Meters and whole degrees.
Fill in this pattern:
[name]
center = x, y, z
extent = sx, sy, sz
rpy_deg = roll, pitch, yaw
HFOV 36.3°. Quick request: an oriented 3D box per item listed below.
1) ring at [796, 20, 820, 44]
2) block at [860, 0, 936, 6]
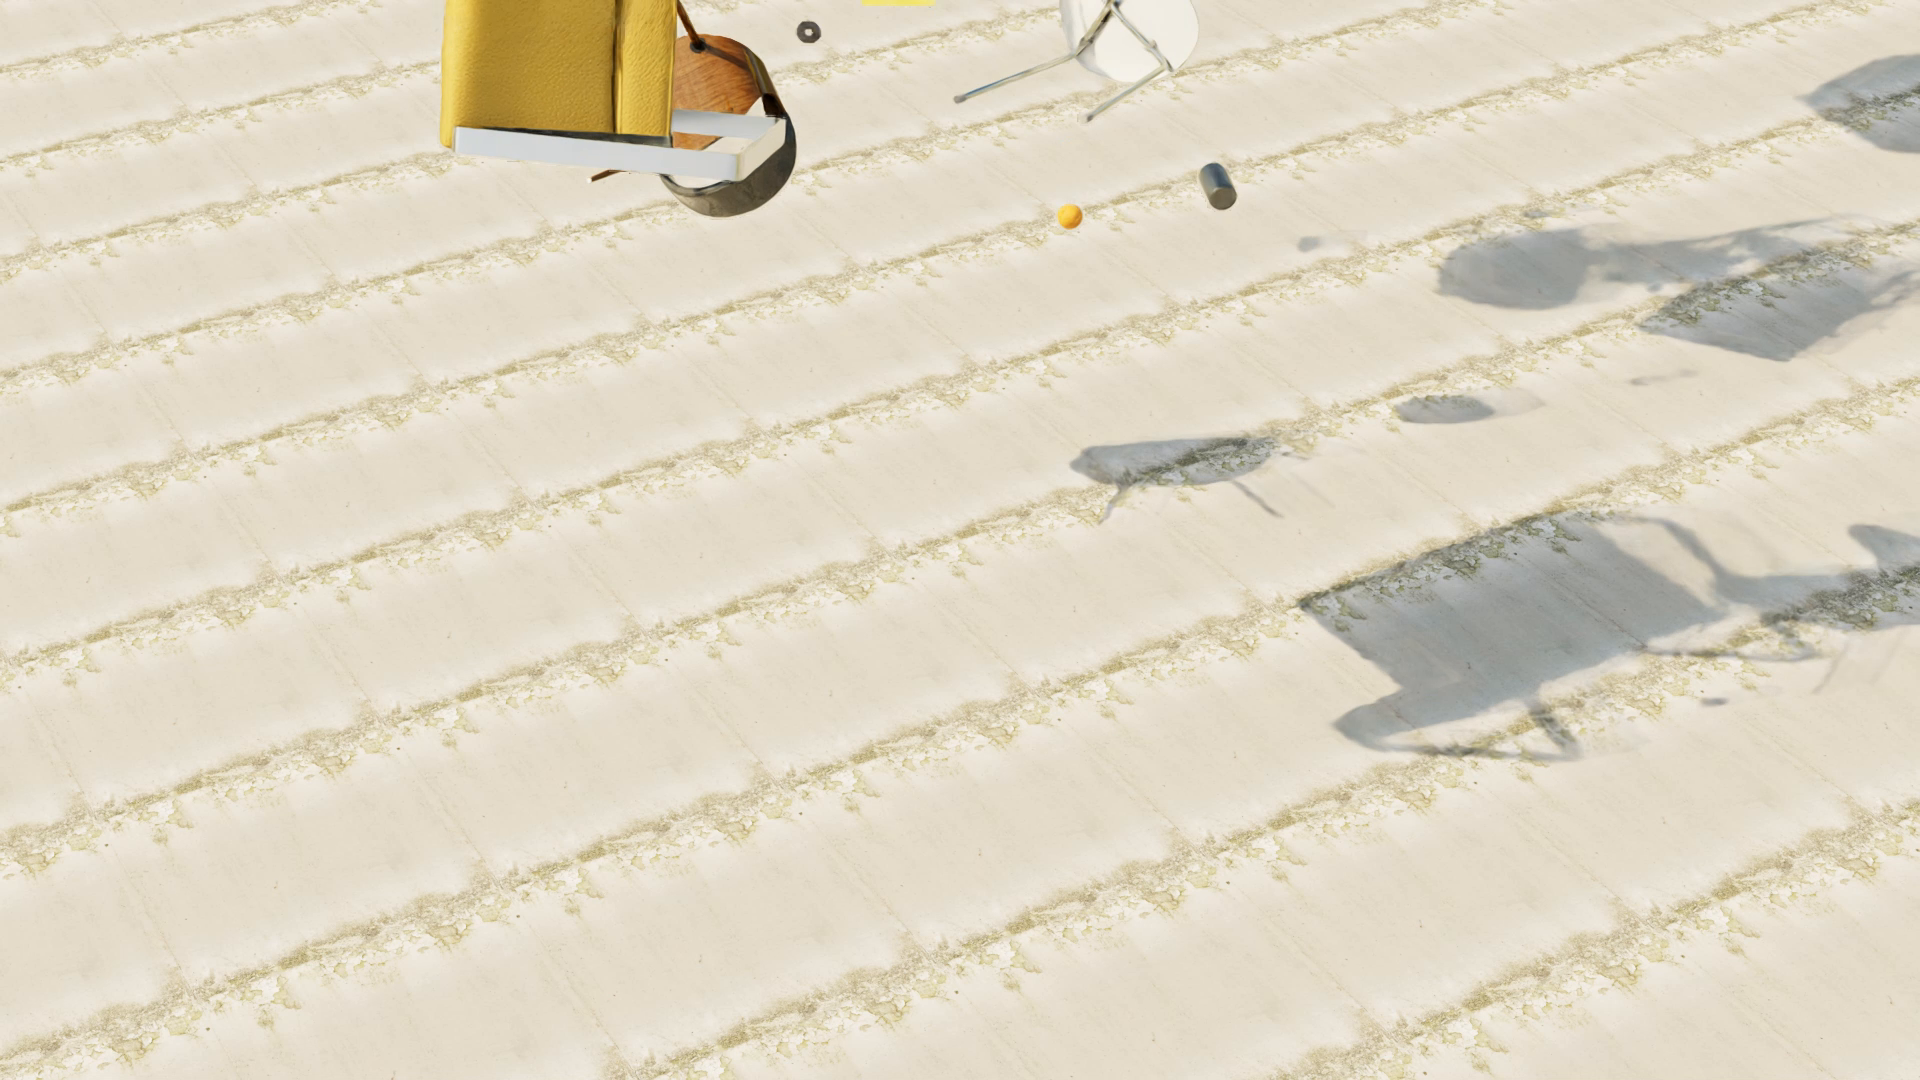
[ring]
center = -0.429, -1.441, 8.320
extent = 0.072, 0.066, 0.033
rpy_deg = 1, 25, 15
[block]
center = -0.212, -1.899, 10.016
extent = 0.252, 0.136, 0.165
rpy_deg = 1, 13, -3
